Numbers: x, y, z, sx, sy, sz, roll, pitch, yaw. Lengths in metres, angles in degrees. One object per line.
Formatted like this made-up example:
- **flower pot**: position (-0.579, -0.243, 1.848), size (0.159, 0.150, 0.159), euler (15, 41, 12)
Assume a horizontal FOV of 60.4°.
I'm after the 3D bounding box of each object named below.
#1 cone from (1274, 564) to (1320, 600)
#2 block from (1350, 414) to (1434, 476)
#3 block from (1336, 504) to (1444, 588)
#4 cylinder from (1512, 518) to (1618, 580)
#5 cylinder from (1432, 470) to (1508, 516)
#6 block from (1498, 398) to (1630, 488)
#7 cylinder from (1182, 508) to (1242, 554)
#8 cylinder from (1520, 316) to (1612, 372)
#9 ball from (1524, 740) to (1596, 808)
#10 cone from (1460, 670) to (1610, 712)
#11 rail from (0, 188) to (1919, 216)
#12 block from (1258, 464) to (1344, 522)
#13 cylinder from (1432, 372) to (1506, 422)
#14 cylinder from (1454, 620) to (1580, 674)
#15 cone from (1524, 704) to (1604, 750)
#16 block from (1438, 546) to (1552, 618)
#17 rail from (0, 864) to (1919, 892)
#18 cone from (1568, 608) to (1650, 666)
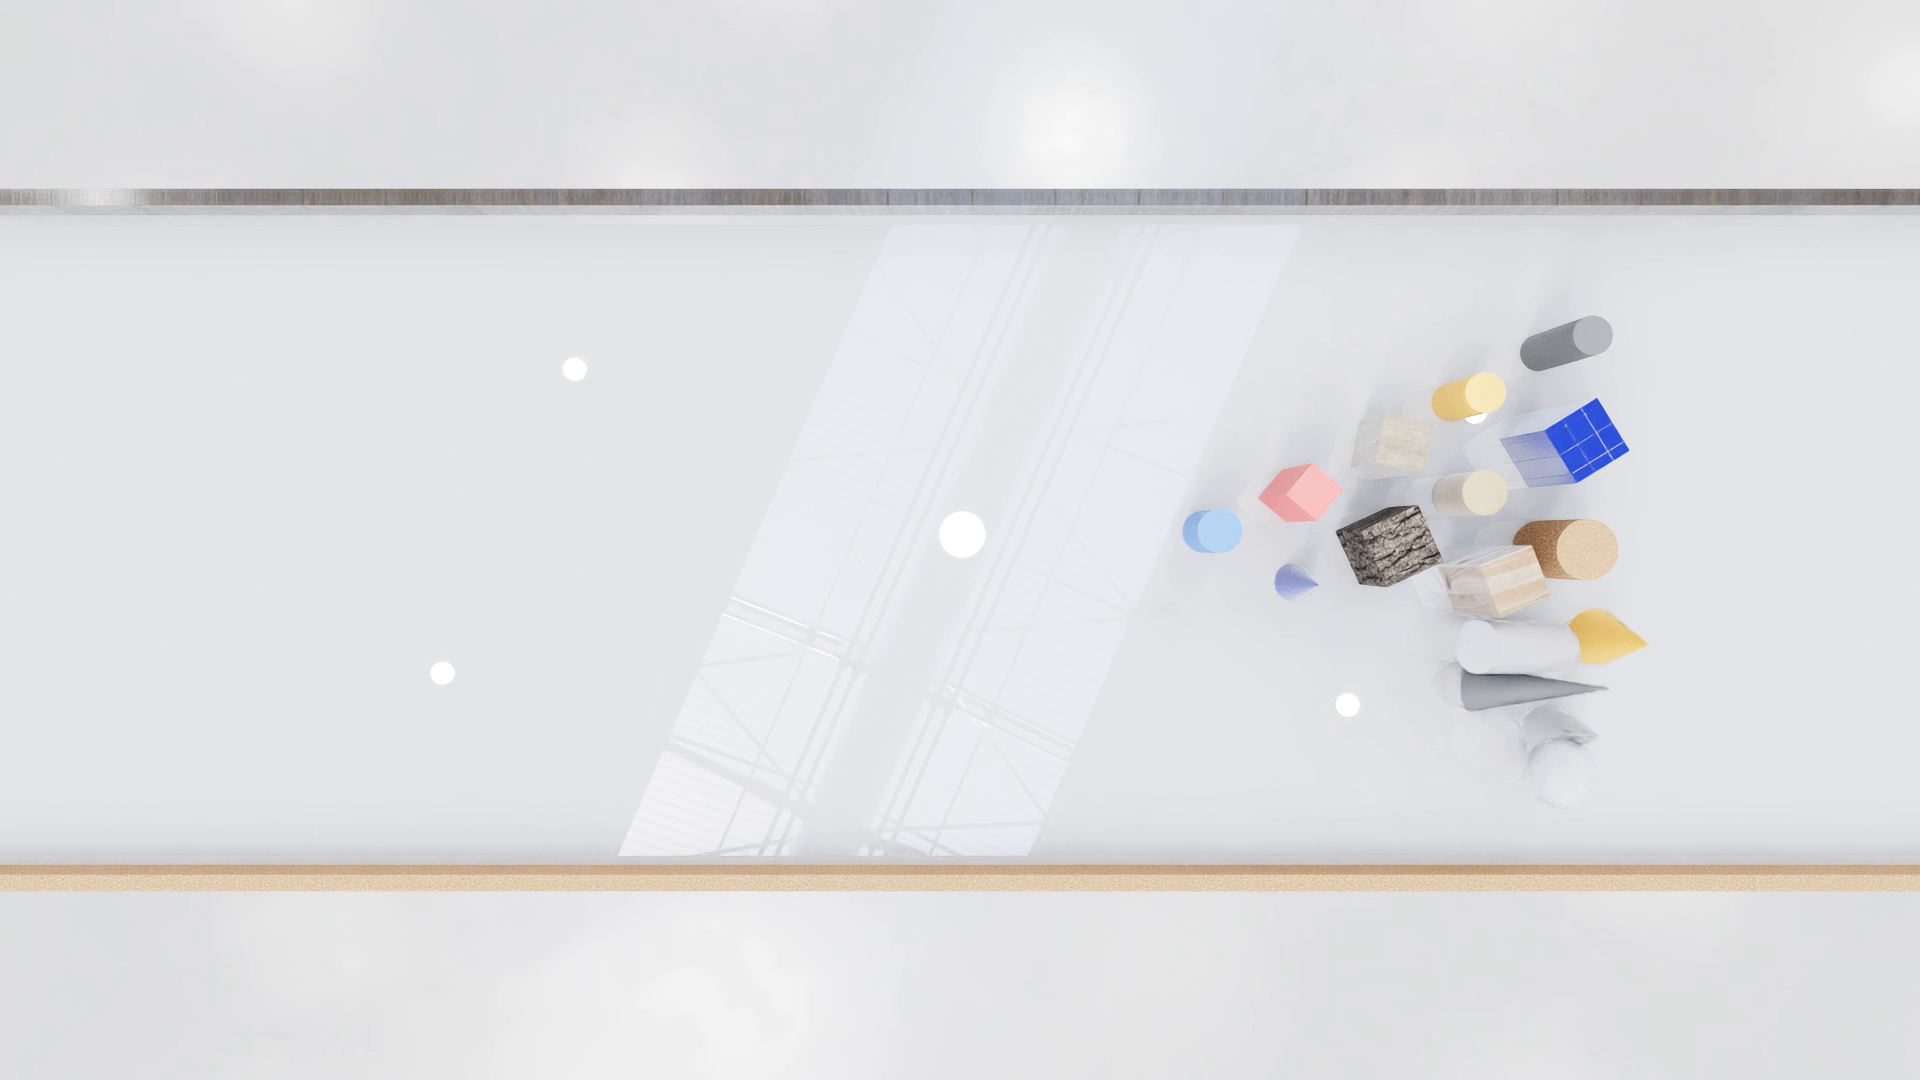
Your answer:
- **cone**: position (1.025, 0.129, 4.891), size (0.116, 0.370, 0.116), euler (0, 90, 0)
- **block**: position (1.286, -0.280, 4.925), size (0.144, 0.303, 0.144), euler (11, 90, 0)
- **block**: position (1.274, 0.018, 4.911), size (0.180, 0.331, 0.180), euler (-24, 90, 0)
- **cylinder**: position (1.786, 0.028, 4.885), size (0.176, 0.384, 0.176), euler (0, 90, 0)
- **cylinder**: position (1.517, -0.137, 4.921), size (0.131, 0.311, 0.131), euler (0, 90, 0)
- **block**: position (1.780, -0.282, 4.879), size (0.177, 0.395, 0.177), euler (-32, 90, 0)
- **cylinder**: position (0.749, -0.026, 4.915), size (0.130, 0.324, 0.130), euler (0, 90, 0)
- **cylinder**: position (1.780, -0.576, 4.856), size (0.113, 0.440, 0.113), euler (0, 90, 0)
- **ball**: position (1.754, 0.682, 4.823), size (0.198, 0.198, 0.198), euler (0, 90, 0)
- **cone**: position (1.717, 0.441, 4.894), size (0.423, 0.141, 0.141), euler (-4, 90, 36)
- **rail**: position (-2.247, -1.025, 5.002), size (12.000, 0.150, 0.050), euler (0, 90, 0)
- **block**: position (0.998, -0.135, 4.856), size (0.116, 0.440, 0.116), euler (40, 90, 0)
- **cylinder**: position (1.510, -0.423, 4.907), size (0.117, 0.340, 0.117), euler (0, 90, 0)
- **cylinder**: position (1.656, 0.320, 4.893), size (0.401, 0.156, 0.156), euler (4, 90, -37)
- **cone**: position (1.826, 0.575, 4.890), size (0.167, 0.358, 0.167), euler (0, 86, -4)
- **block**: position (1.575, 0.119, 4.881), size (0.159, 0.386, 0.159), euler (-21, 90, -2)
- **rail**: position (-2.247, 1.025, 5.001), size (12.000, 0.150, 0.050), euler (0, 90, 0)
- **cone**: position (1.954, 0.298, 4.872), size (0.175, 0.409, 0.175), euler (0, 90, 0)
